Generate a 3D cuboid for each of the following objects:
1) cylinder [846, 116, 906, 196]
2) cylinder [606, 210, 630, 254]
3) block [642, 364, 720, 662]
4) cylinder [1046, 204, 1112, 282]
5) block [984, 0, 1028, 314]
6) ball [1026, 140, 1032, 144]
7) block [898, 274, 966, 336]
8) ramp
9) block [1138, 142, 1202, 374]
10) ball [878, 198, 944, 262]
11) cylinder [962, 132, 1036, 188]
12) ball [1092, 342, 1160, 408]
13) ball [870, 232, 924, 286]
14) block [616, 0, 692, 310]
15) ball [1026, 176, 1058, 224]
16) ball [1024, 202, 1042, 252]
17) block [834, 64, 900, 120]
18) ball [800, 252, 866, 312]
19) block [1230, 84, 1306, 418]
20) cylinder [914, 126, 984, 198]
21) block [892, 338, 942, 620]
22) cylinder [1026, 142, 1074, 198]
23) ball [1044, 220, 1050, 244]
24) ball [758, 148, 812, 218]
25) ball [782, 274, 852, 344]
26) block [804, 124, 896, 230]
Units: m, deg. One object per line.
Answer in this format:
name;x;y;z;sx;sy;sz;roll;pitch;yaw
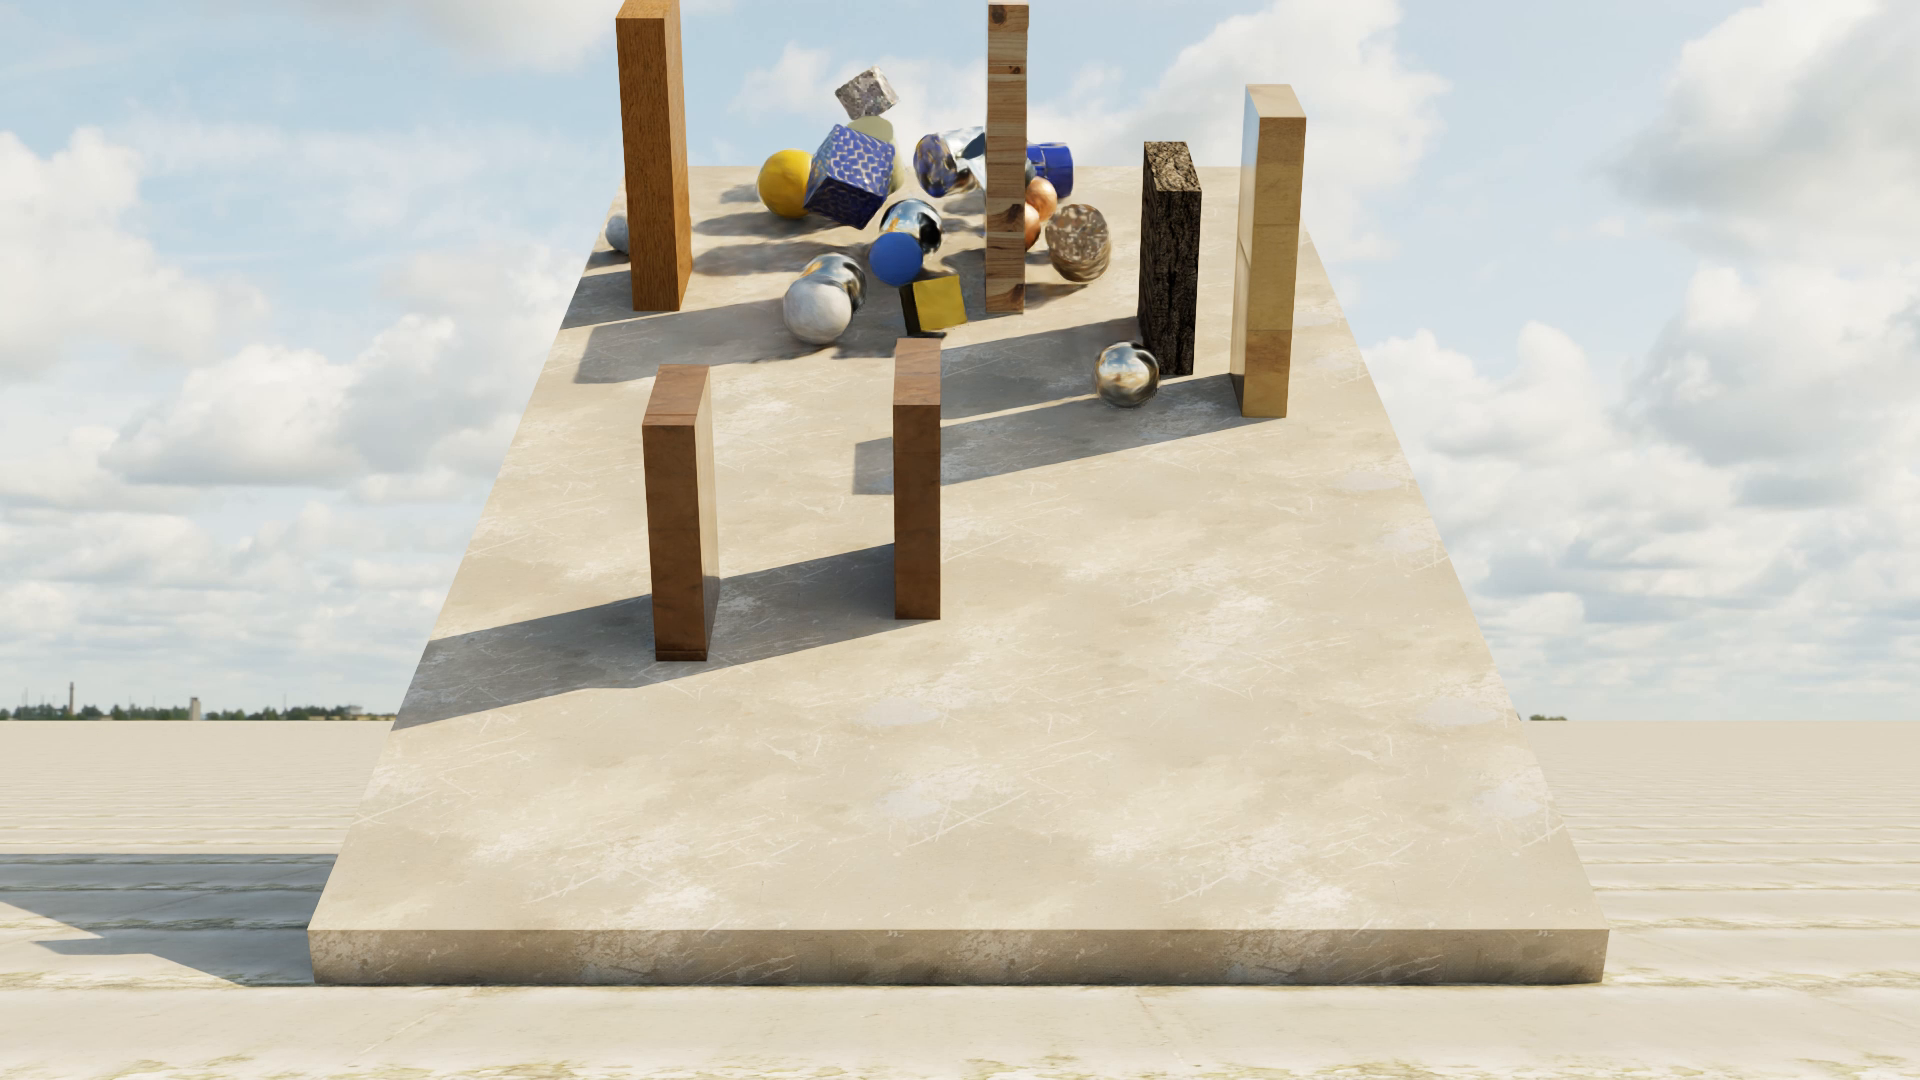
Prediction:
cylinder;-0.251;-1.090;6.714;0.166;0.166;0.166;-1;-37;14
cylinder;-0.892;-0.835;6.438;0.111;0.111;0.111;4;16;-47
block;-0.518;-0.053;4.406;0.094;0.477;0.293;0;26;0
cylinder;0.313;-0.780;6.189;0.162;0.162;0.162;-1;-13;7
block;0.115;-1.023;6.050;0.097;0.795;0.383;0;26;0
ball;0.177;-1.128;7.020;0.137;0.137;0.137;0;-4;0
block;-0.068;-0.584;5.853;0.121;0.121;0.121;-12;3;-17
ramp;-0.010;-0.229;5.435;2.000;0.100;4.000;0;26;0
block;0.509;-0.694;5.757;0.104;0.459;0.409;0;26;0
ball;-0.130;-0.832;6.346;0.176;0.176;0.176;0;-4;0
cylinder;0.106;-1.016;6.355;0.147;0.147;0.147;-5;-49;47
ball;0.386;-0.384;5.467;0.154;0.154;0.154;0;-4;0
ball;-0.168;-0.743;6.218;0.143;0.143;0.143;0;-4;0
block;-0.782;-1.005;6.051;0.119;0.756;0.343;0;26;0
ball;0.209;-0.963;6.679;0.138;0.138;0.138;0;-4;0
ball;0.149;-0.858;6.451;0.148;0.148;0.148;0;-4;0
block;-0.275;-1.319;7.000;0.128;0.128;0.128;-31;9;16
ball;-0.323;-0.647;5.988;0.169;0.169;0.169;0;-4;0
block;0.703;-0.663;5.407;0.102;0.709;0.280;0;26;0
cylinder;-0.005;-1.040;6.472;0.174;0.174;0.174;-17;7;-38
block;-0.081;-0.123;4.589;0.088;0.447;0.344;0;26;0
cylinder;0.230;-1.078;6.888;0.163;0.163;0.163;-7;-3;-14
ball;0.290;-0.840;6.449;0.117;0.117;0.117;0;-4;0
ball;-0.479;-1.017;6.717;0.199;0.199;0.199;0;-4;0
ball;-0.354;-0.572;5.829;0.173;0.173;0.173;0;-4;0
block;-0.303;-0.994;6.457;0.178;0.178;0.178;18;-29;-19
